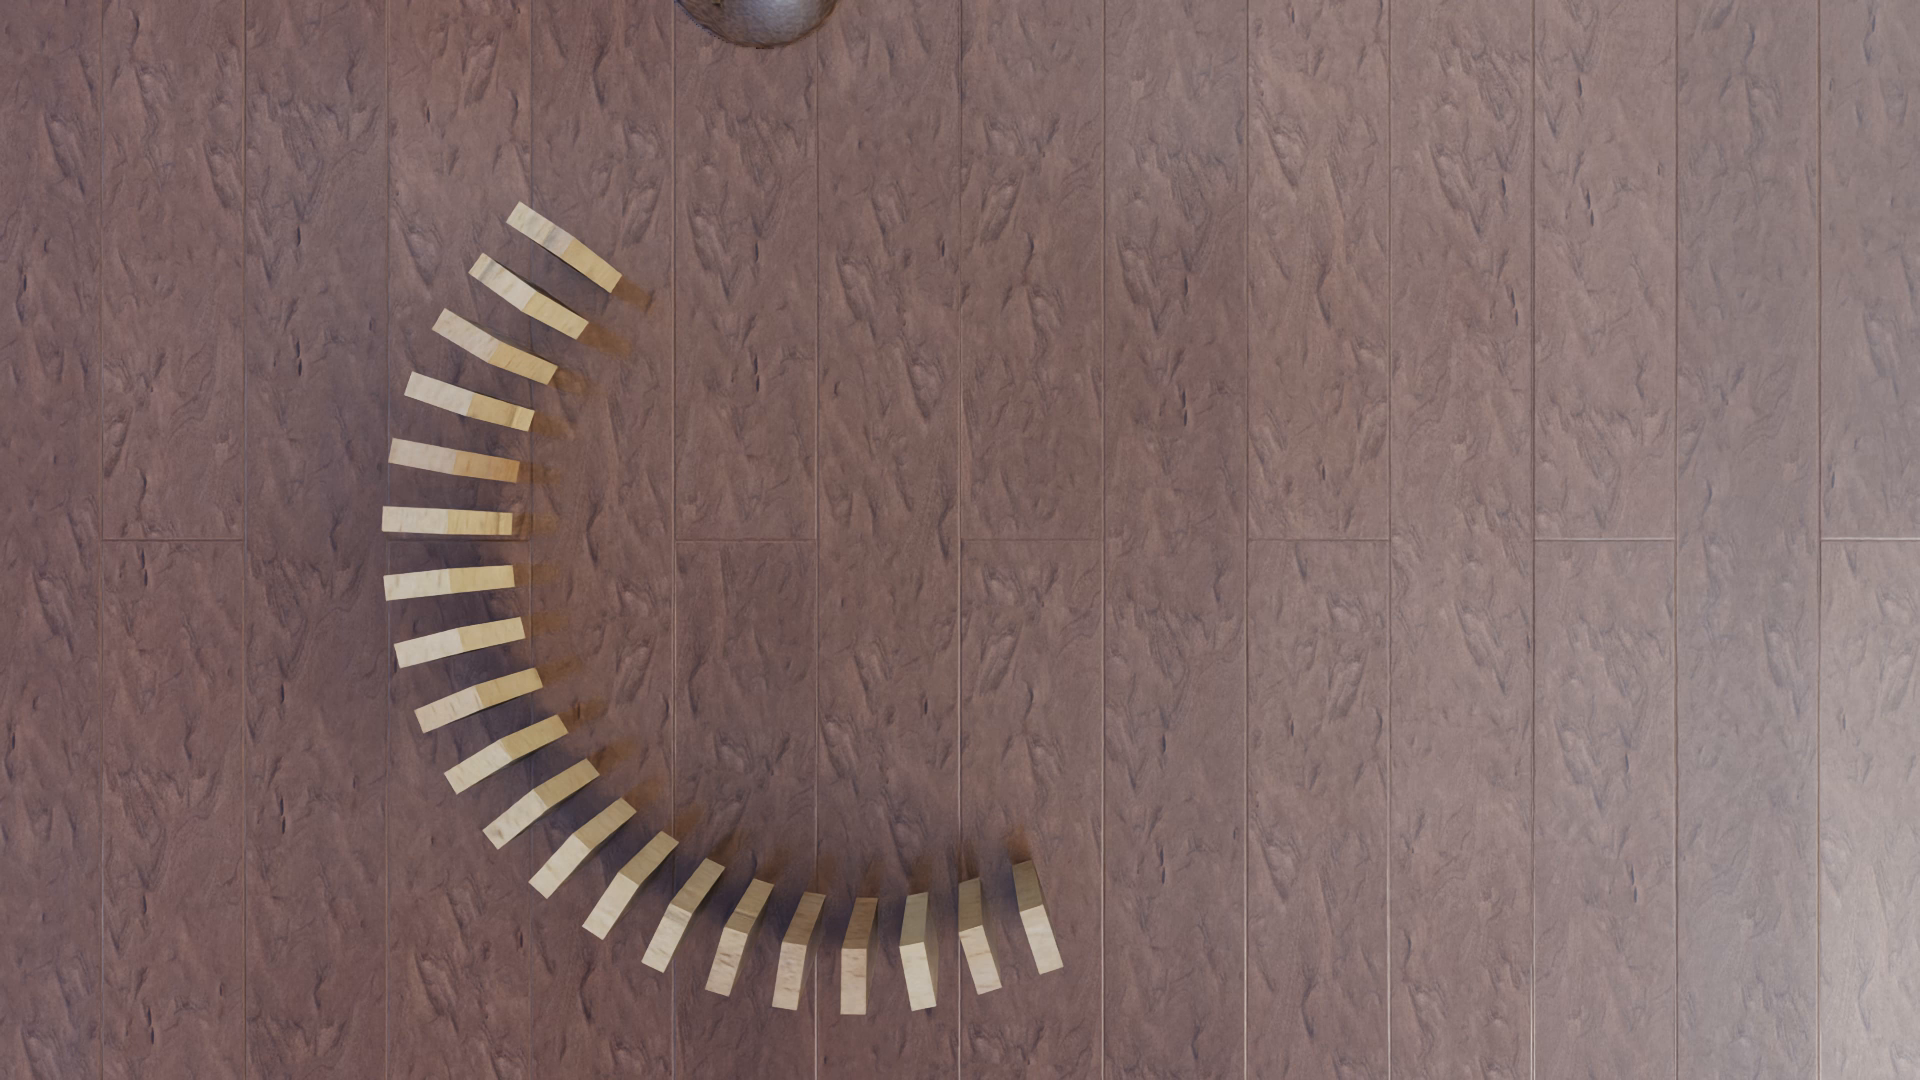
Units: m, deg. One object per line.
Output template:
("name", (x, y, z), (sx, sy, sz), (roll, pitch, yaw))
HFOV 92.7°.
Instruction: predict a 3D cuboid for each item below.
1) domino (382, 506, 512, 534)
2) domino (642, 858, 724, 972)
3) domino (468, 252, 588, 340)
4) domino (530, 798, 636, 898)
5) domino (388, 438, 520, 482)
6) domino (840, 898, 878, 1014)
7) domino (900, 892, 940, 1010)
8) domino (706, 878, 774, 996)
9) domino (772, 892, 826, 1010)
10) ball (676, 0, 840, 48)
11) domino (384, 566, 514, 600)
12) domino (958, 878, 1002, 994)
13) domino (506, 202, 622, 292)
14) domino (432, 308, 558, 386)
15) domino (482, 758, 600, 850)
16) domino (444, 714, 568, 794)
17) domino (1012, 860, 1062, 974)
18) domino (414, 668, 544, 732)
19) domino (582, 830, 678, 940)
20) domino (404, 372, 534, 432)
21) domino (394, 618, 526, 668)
("domino", (-0.208, -0.008, 0.375), (0.025, 0.050, 0.010), (3, 90, 0))
("domino", (-0.112, 0.152, 0.375), (0.010, 0.050, 0.025), (26, 90, 0))
("domino", (-0.175, -0.099, 0.375), (0.025, 0.050, 0.010), (36, 90, 0))
("domino", (-0.153, 0.125, 0.375), (0.010, 0.050, 0.025), (42, 90, 0))
("domino", (-0.205, -0.032, 0.375), (0.025, 0.050, 0.010), (11, 90, 0))
("domino", (-0.041, 0.169, 0.375), (0.009, 0.050, 0.025), (1, 90, 0))
("domino", (-0.016, 0.167, 0.375), (0.009, 0.050, 0.025), (-11, 90, 0))
("domino", (-0.089, 0.161, 0.375), (0.009, 0.050, 0.025), (17, 90, 0))
("domino", (-0.065, 0.167, 0.375), (0.009, 0.050, 0.025), (9, 90, 0))
("ball", (-0.081, -0.239, 0.360), (0.080, 0.080, 0.080), (0, 90, 0))
("domino", (-0.207, 0.017, 0.375), (0.025, 0.050, 0.010), (-6, 90, 0))
("domino", (0.008, 0.160, 0.375), (0.009, 0.050, 0.025), (-17, 90, 0))
("domino", (-0.160, -0.119, 0.375), (0.025, 0.050, 0.009), (33, 90, 0))
("domino", (-0.189, -0.078, 0.375), (0.025, 0.050, 0.010), (31, 90, 0))
("domino", (-0.170, 0.107, 0.375), (0.025, 0.050, 0.009), (-39, 90, 0))
("domino", (-0.184, 0.087, 0.375), (0.025, 0.050, 0.009), (-31, 90, 0))
("domino", (0.031, 0.153, 0.375), (0.009, 0.050, 0.025), (-18, 90, 0))
("domino", (-0.195, 0.065, 0.375), (0.025, 0.050, 0.010), (-22, 90, 0))
("domino", (-0.133, 0.140, 0.375), (0.009, 0.050, 0.025), (34, 90, 0))
("domino", (-0.199, -0.056, 0.375), (0.025, 0.050, 0.009), (19, 90, 0))
("domino", (-0.203, 0.041, 0.375), (0.025, 0.050, 0.009), (-14, 90, 0))
